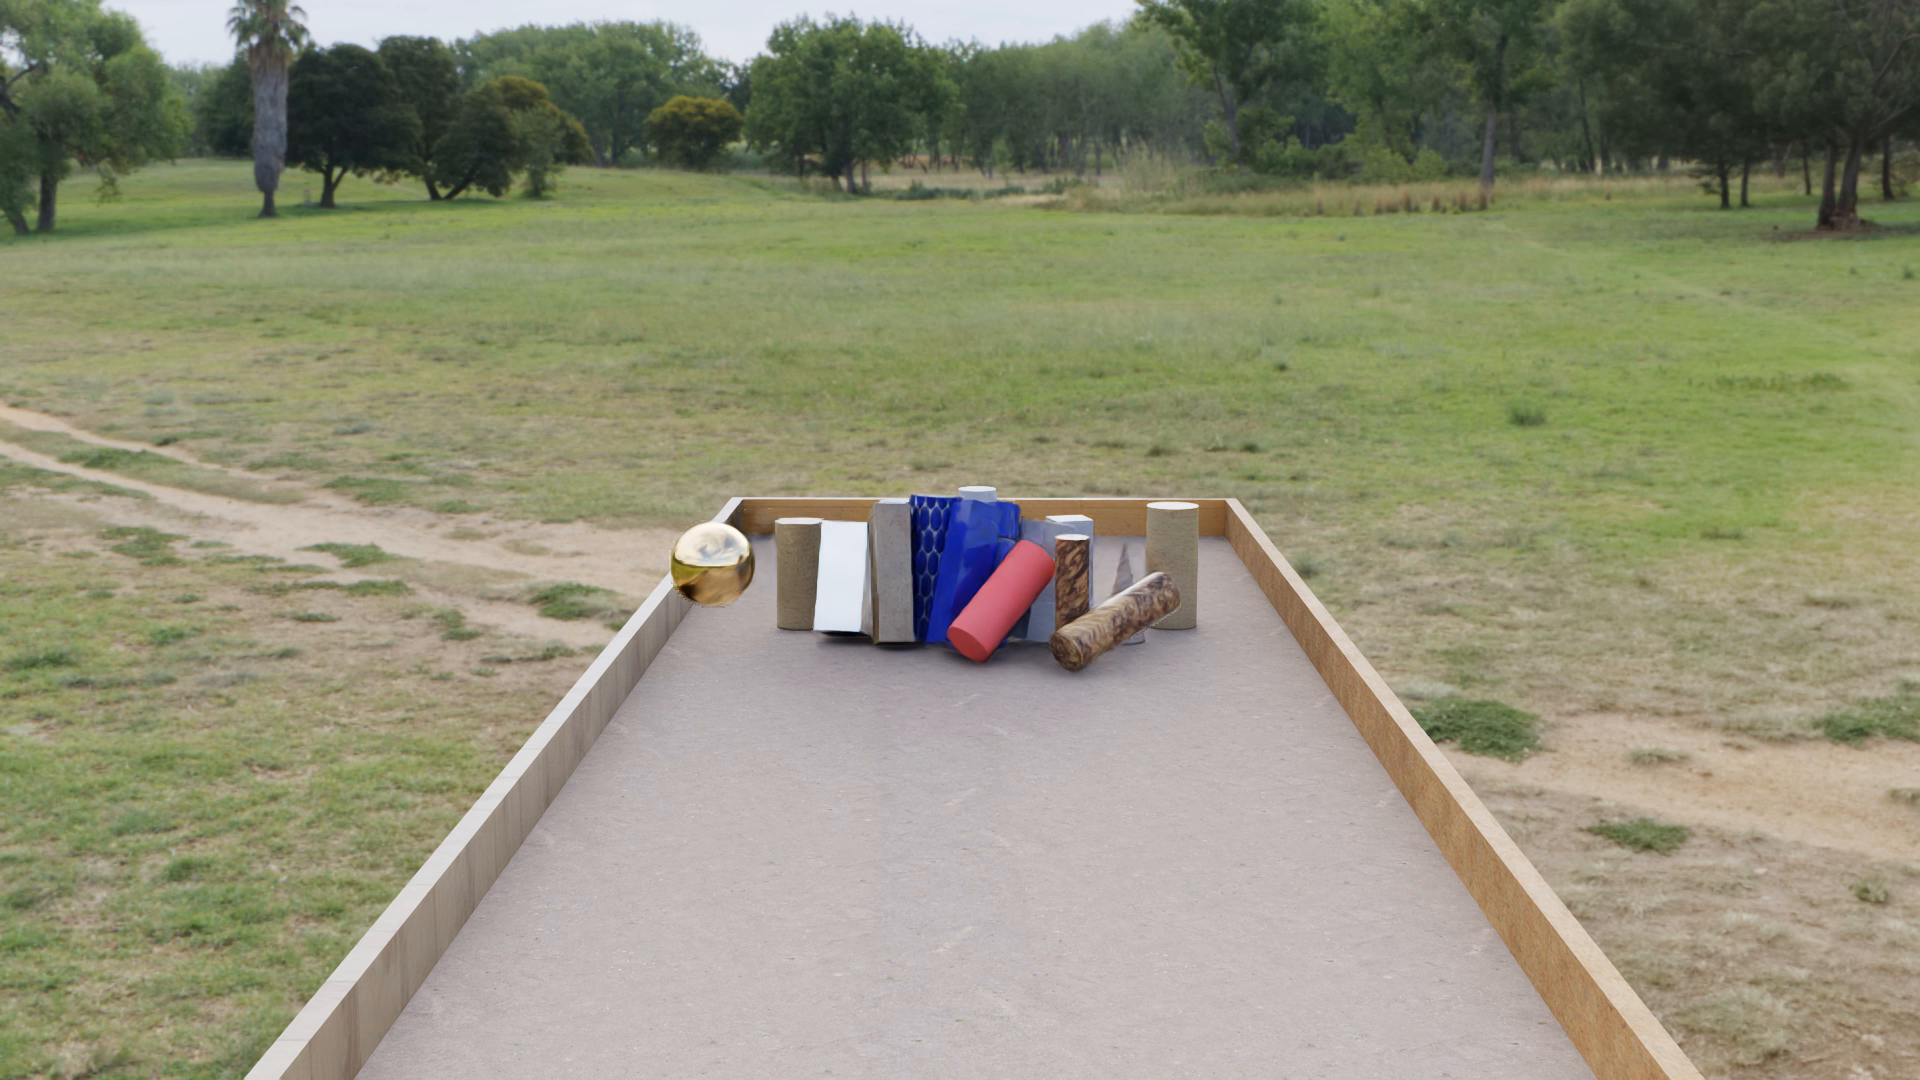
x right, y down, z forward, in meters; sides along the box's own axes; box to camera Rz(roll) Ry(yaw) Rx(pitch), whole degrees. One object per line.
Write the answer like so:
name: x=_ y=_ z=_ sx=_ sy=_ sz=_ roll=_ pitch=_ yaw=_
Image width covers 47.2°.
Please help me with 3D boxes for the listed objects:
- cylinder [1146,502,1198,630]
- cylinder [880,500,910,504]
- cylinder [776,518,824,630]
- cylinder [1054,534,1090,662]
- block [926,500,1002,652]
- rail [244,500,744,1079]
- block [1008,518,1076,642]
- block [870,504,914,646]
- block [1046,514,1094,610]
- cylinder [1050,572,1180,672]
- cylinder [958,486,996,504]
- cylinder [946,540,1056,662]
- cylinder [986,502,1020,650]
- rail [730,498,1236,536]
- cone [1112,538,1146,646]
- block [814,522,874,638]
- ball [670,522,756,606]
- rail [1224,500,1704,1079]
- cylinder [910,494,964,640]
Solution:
cylinder: x=0.694 y=0.084 z=7.204 sx=0.170 sy=0.398 sz=0.170 roll=0 pitch=9 yaw=0
cylinder: x=-0.210 y=0.079 z=7.183 sx=0.105 sy=0.415 sz=0.105 roll=0 pitch=9 yaw=0
cylinder: x=-0.523 y=0.110 z=7.195 sx=0.155 sy=0.350 sz=0.155 roll=0 pitch=9 yaw=0
cylinder: x=0.340 y=0.178 z=6.674 sx=0.104 sy=0.379 sz=0.104 roll=0 pitch=9 yaw=0
block: x=0.013 y=0.110 z=6.802 sx=0.113 sy=0.450 sz=0.113 roll=18 pitch=-14 yaw=-30
rail: x=-1.004 y=0.839 z=3.234 sx=0.050 sy=0.150 sz=12.000 roll=0 pitch=9 yaw=1
block: x=0.247 y=0.129 z=6.943 sx=0.124 sy=0.372 sz=0.124 roll=9 pitch=1 yaw=-38
block: x=-0.214 y=0.109 z=6.889 sx=0.109 sy=0.432 sz=0.109 roll=0 pitch=-9 yaw=-12
block: x=0.358 y=0.105 z=7.210 sx=0.125 sy=0.356 sz=0.125 roll=-2 pitch=9 yaw=-15
cylinder: x=0.468 y=0.244 z=6.629 sx=0.418 sy=0.131 sz=0.131 roll=-29 pitch=23 yaw=-30
cylinder: x=0.056 y=0.057 z=7.202 sx=0.124 sy=0.453 sz=0.124 roll=0 pitch=9 yaw=0
cylinder: x=0.130 y=0.186 z=6.712 sx=0.153 sy=0.153 sz=0.374 roll=10 pitch=51 yaw=46
cylinder: x=0.112 y=0.109 z=6.876 sx=0.115 sy=0.449 sz=0.115 roll=5 pitch=-18 yaw=2
rail: x=0.099 y=-0.098 z=9.147 sx=2.100 sy=0.150 sz=0.050 roll=0 pitch=9 yaw=1
cone: x=0.519 y=0.155 z=6.959 sx=0.139 sy=0.335 sz=0.139 roll=0 pitch=9 yaw=0
block: x=-0.356 y=0.125 z=7.003 sx=0.152 sy=0.348 sz=0.152 roll=1 pitch=-9 yaw=15
ball: x=-0.784 y=0.077 z=6.974 sx=0.269 sy=0.269 sz=0.269 roll=0 pitch=9 yaw=0
rail: x=1.046 y=0.843 z=3.208 sx=0.050 sy=0.150 sz=12.000 roll=0 pitch=9 yaw=1
cylinder: x=-0.086 y=0.086 z=6.972 sx=0.171 sy=0.451 sz=0.171 roll=3 pitch=3 yaw=0
